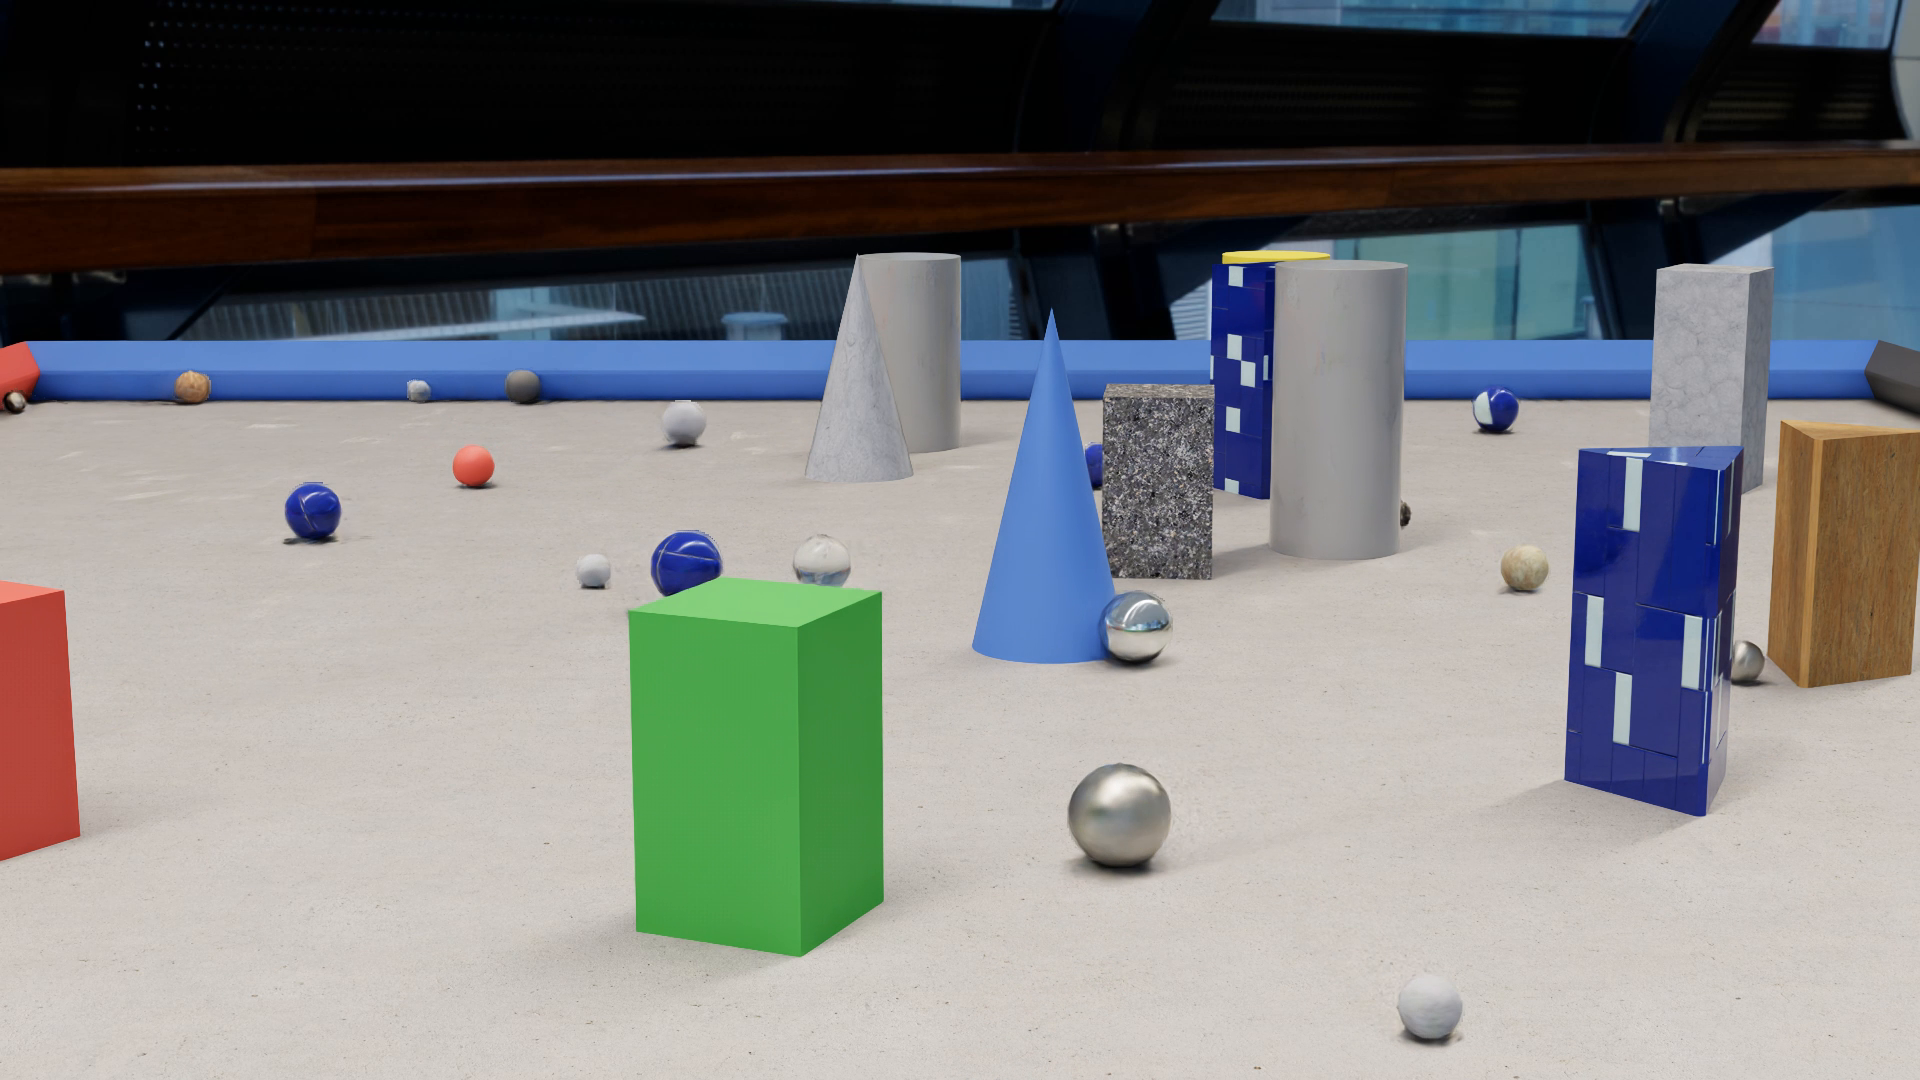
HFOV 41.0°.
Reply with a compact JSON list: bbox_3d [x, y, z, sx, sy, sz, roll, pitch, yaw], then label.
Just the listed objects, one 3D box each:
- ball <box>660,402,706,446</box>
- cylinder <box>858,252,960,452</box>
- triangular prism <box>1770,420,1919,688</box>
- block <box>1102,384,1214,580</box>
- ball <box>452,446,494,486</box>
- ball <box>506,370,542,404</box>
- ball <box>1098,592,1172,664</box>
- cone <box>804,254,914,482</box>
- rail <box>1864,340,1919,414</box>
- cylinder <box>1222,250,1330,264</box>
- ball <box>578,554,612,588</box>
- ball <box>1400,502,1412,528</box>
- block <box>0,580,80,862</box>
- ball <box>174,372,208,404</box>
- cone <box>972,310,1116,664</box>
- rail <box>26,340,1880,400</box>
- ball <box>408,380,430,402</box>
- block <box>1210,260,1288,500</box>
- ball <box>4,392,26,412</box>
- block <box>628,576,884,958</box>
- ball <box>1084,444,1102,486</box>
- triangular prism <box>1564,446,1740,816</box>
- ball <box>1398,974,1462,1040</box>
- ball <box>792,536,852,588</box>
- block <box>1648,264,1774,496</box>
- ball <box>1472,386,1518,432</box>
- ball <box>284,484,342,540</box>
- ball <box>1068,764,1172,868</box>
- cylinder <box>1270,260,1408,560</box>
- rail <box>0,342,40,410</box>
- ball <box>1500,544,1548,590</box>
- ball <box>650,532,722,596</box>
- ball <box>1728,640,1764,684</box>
[{"bbox_3d":[-0.535,-0.223,4.956,0.085,0.085,0.085,0,10,0],"label":"ball"},{"bbox_3d":[-0.097,-0.363,4.941,0.197,0.365,0.197,0,10,0],"label":"cylinder"},{"bbox_3d":[1.044,0.010,3.114,0.171,0.297,0.148,-5,12,-25],"label":"triangular prism"},{"bbox_3d":[0.289,-0.087,3.737,0.158,0.262,0.158,1,11,5],"label":"block"},{"bbox_3d":[-0.851,-0.129,4.483,0.073,0.073,0.073,0,10,0],"label":"ball"},{"bbox_3d":[-0.948,-0.333,5.579,0.075,0.075,0.075,0,10,0],"label":"ball"},{"bbox_3d":[0.216,0.108,3.157,0.089,0.089,0.089,0,10,0],"label":"ball"},{"bbox_3d":[-0.182,-0.314,4.589,0.197,0.398,0.197,0,10,0],"label":"cone"},{"bbox_3d":[2.016,0.031,3.460,0.045,0.128,4.483,0,10,0],"label":"rail"},{"bbox_3d":[0.583,-0.339,4.766,0.197,0.382,0.197,0,10,0],"label":"cylinder"},{"bbox_3d":[-0.516,0.043,3.621,0.048,0.048,0.048,0,10,0],"label":"ball"},{"bbox_3d":[0.698,-0.041,4.087,0.043,0.043,0.043,0,10,0],"label":"ball"},{"bbox_3d":[-0.950,0.170,2.406,0.158,0.240,0.158,6,12,31],"label":"block"},{"bbox_3d":[-1.671,-0.331,5.579,0.071,0.071,0.071,0,10,0],"label":"ball"},{"bbox_3d":[0.114,-0.077,3.219,0.197,0.431,0.197,0,10,0],"label":"cone"},{"bbox_3d":[-0.013,-0.371,5.630,4.079,0.128,0.045,0,10,0],"label":"rail"},{"bbox_3d":[-1.181,-0.325,5.604,0.050,0.050,0.050,0,10,0],"label":"ball"},{"bbox_3d":[0.542,-0.279,4.424,0.158,0.388,0.158,-6,12,-28],"label":"block"},{"bbox_3d":[-2.004,-0.292,5.439,0.045,0.045,0.045,0,10,0],"label":"ball"},{"bbox_3d":[-0.171,0.189,2.198,0.158,0.279,0.158,5,11,24],"label":"block"},{"bbox_3d":[0.242,-0.130,4.481,0.075,0.075,0.075,0,10,0],"label":"ball"},{"bbox_3d":[0.735,0.082,2.598,0.148,0.344,0.171,-8,13,-36],"label":"triangular prism"},{"bbox_3d":[0.356,0.353,1.944,0.048,0.048,0.048,0,10,0],"label":"ball"},{"bbox_3d":[-0.192,0.034,3.572,0.082,0.082,0.082,0,10,0],"label":"ball"},{"bbox_3d":[1.303,-0.281,4.454,0.158,0.381,0.158,7,12,32],"label":"block"},{"bbox_3d":[1.075,-0.263,5.151,0.092,0.092,0.092,0,10,0],"label":"ball"},{"bbox_3d":[-1.003,-0.043,3.977,0.087,0.087,0.087,0,10,0],"label":"ball"},{"bbox_3d":[0.147,0.253,2.358,0.095,0.095,0.095,0,10,0],"label":"ball"},{"bbox_3d":[0.571,-0.200,3.879,0.197,0.432,0.197,0,10,0],"label":"cylinder"},{"bbox_3d":[-2.016,0.035,3.437,0.045,0.128,4.483,0,10,0],"label":"rail"},{"bbox_3d":[0.791,0.039,3.596,0.065,0.065,0.065,0,10,0],"label":"ball"},{"bbox_3d":[-0.375,0.038,3.510,0.099,0.099,0.099,0,10,0],"label":"ball"},{"bbox_3d":[0.934,0.145,3.060,0.051,0.051,0.051,0,10,0],"label":"ball"}]
